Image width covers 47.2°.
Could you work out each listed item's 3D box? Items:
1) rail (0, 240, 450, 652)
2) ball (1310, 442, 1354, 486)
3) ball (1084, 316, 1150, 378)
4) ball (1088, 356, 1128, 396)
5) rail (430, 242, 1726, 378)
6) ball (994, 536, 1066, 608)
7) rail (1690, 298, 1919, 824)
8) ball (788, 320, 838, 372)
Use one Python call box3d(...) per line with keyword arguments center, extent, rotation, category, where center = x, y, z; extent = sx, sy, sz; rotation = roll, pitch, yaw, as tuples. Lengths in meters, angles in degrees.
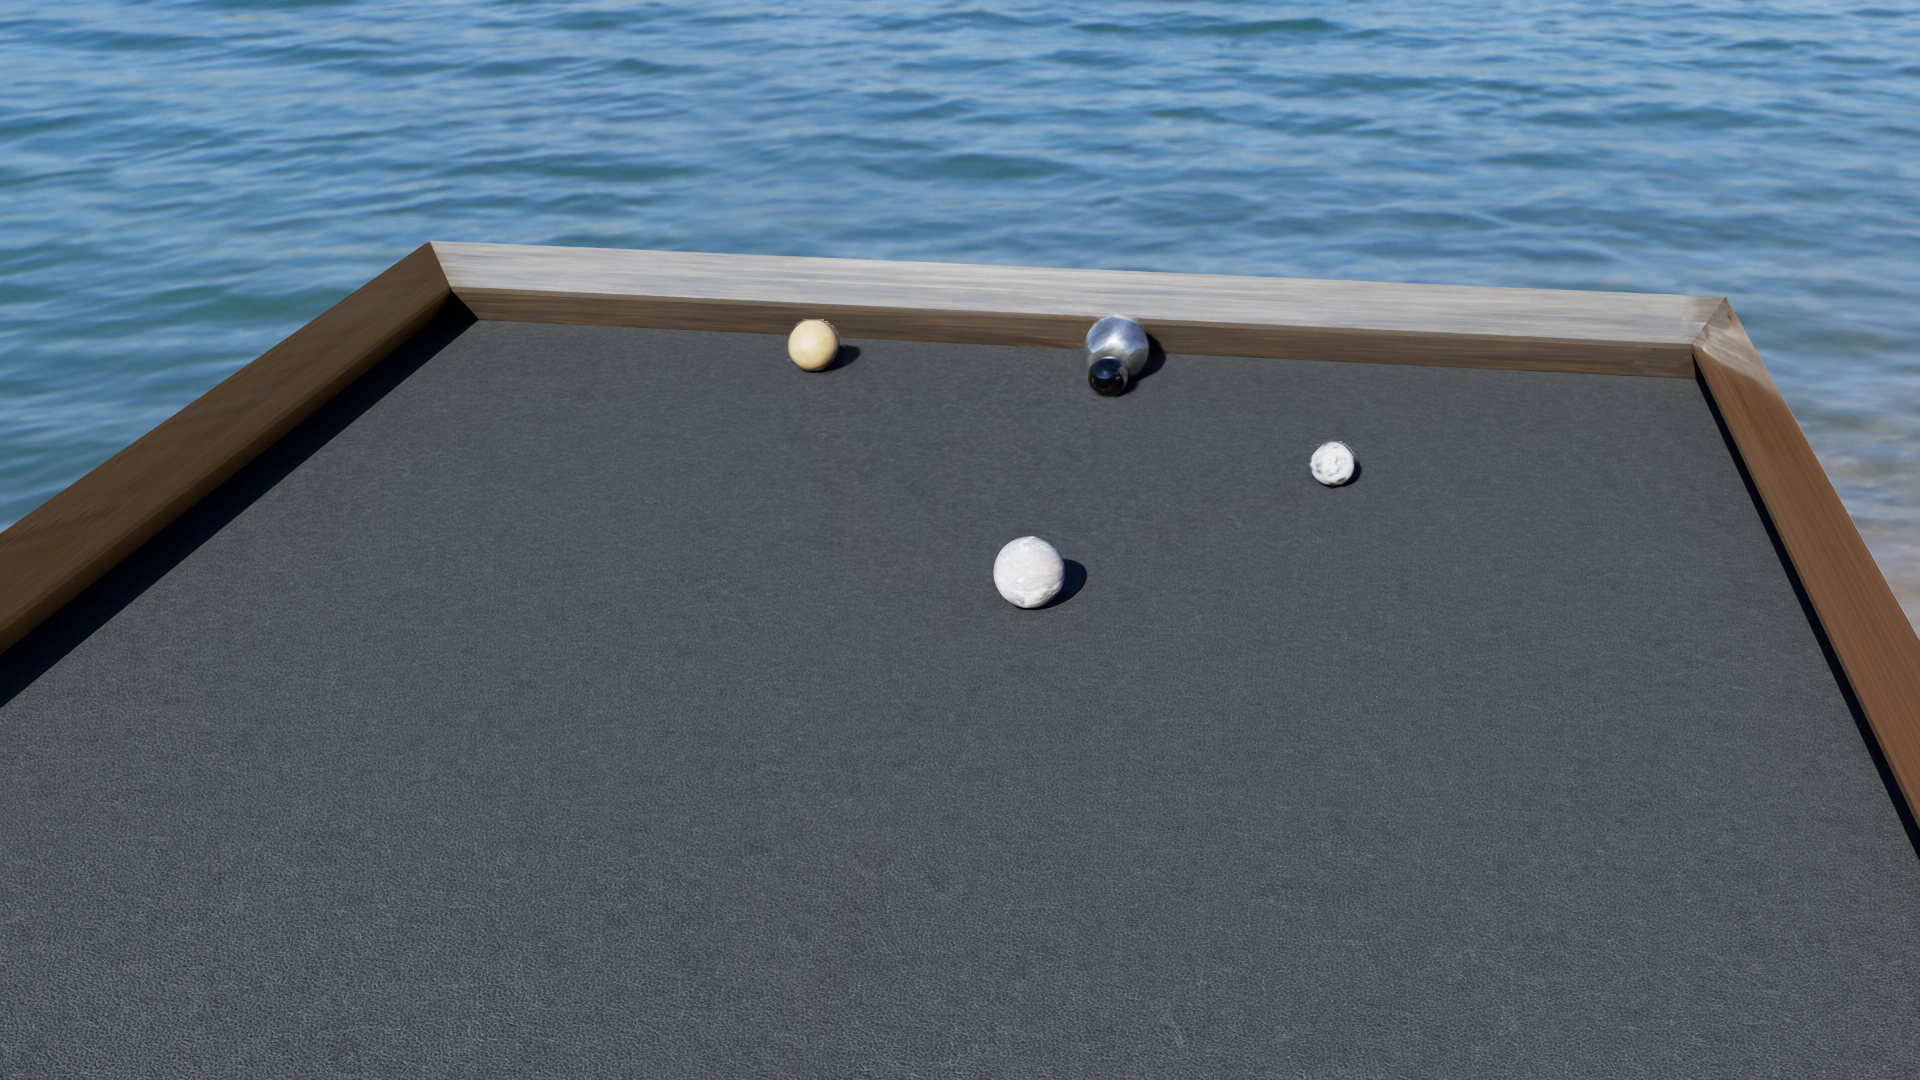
box3d(center=(-1.004, 0.224, 1.784), extent=(0.045, 0.115, 3.176), rotation=(4, 23, 8), category="rail")
box3d(center=(0.443, -0.090, 2.615), extent=(0.052, 0.052, 0.052), rotation=(0, 23, 0), category="ball")
box3d(center=(0.211, -0.259, 2.972), extent=(0.088, 0.088, 0.088), rotation=(0, 23, 0), category="ball")
box3d(center=(0.196, -0.217, 2.917), extent=(0.053, 0.053, 0.053), rotation=(0, 23, 0), category="ball")
box3d(center=(0.122, -0.319, 3.078), extent=(1.826, 0.115, 0.045), rotation=(4, 23, 8), category="rail")
box3d(center=(0.072, 0.034, 2.290), extent=(0.075, 0.075, 0.075), rotation=(0, 23, 0), category="ball")
box3d(center=(0.753, 0.332, 1.524), extent=(0.045, 0.115, 3.176), rotation=(4, 23, 8), category="rail")
box3d(center=(-0.201, -0.266, 3.013), extent=(0.070, 0.070, 0.070), rotation=(0, 23, 0), category="ball")
